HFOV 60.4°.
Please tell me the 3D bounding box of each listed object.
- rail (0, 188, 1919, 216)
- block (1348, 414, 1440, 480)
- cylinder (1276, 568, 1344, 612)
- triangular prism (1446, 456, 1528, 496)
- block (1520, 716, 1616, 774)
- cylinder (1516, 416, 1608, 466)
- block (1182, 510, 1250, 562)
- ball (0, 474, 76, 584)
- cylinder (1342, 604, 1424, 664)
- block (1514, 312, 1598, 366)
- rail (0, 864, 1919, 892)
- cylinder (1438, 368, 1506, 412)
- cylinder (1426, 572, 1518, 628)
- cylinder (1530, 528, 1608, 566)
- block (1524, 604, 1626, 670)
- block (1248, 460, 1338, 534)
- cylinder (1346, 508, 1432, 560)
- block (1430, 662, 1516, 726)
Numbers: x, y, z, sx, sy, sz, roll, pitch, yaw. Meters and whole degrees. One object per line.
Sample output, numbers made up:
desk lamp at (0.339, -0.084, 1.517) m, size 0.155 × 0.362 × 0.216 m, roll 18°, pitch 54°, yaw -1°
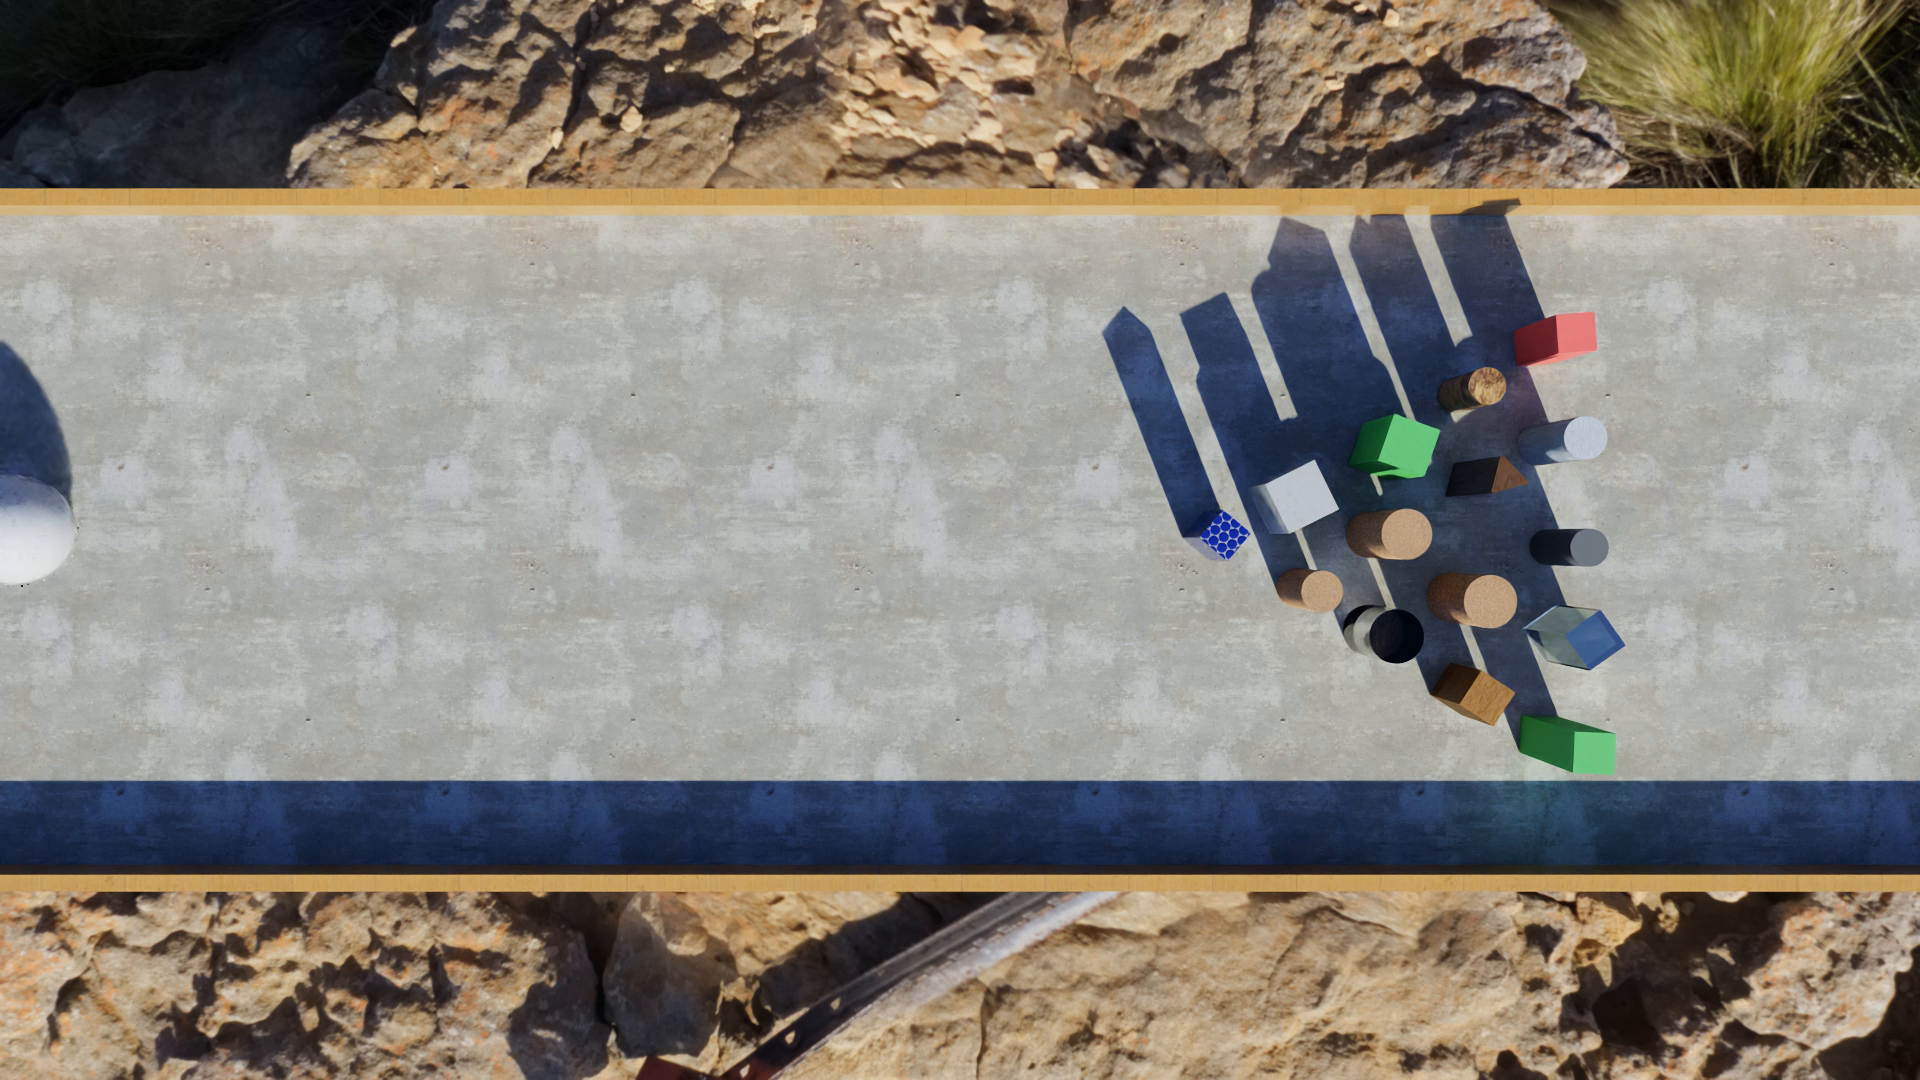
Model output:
rail at (-2.247, -1.025, 5.002) m, size 12.000 × 0.150 × 0.050 m, roll 0°, pitch 90°, yaw 0°
block at (1.283, -0.271, 4.893) m, size 0.140 × 0.366 × 0.140 m, roll 19°, pitch 90°, yaw 0°
cylinder at (1.035, 0.147, 4.893) m, size 0.120 × 0.366 × 0.120 m, roll 0°, pitch 90°, yaw 0°
triangular prism at (1.535, -0.192, 4.857) m, size 0.107 × 0.439 × 0.093 m, roll -15°, pitch 90°, yaw 0°
block at (1.782, 0.599, 4.854) m, size 0.116 × 0.444 × 0.116 m, roll 3°, pitch 90°, yaw 0°
cylinder at (1.776, -0.290, 4.878) m, size 0.124 × 0.396 × 0.124 m, roll 0°, pitch 90°, yaw 0°
block at (0.758, -0.013, 4.894) m, size 0.105 × 0.365 × 0.105 m, roll 40°, pitch 90°, yaw 0°
ball at (-2.818, -0.031, 4.913) m, size 0.326 × 0.326 × 0.326 m, roll 0°, pitch 90°, yaw 0°
cylinder at (1.256, 0.278, 4.910) m, size 0.157 × 0.333 × 0.157 m, roll 0°, pitch 90°, yaw 0°
block at (1.763, -0.593, 4.896) m, size 0.111 × 0.362 × 0.111 m, roll -4°, pitch 90°, yaw 0°
rail at (-2.247, 1.025, 5.001) m, size 12.000 × 0.150 × 0.050 m, roll 0°, pitch 90°, yaw 0°
cylinder at (1.524, -0.445, 4.922) m, size 0.109 × 0.309 × 0.109 m, roll 0°, pitch 90°, yaw 0°
cylinder at (1.510, 0.175, 4.885) m, size 0.152 × 0.384 × 0.152 m, roll 0°, pitch 90°, yaw 0°
cylinder at (1.808, 0.022, 4.906) m, size 0.110 × 0.342 × 0.110 m, roll 0°, pitch 90°, yaw 0°
block at (1.820, 0.287, 4.901) m, size 0.126 × 0.352 × 0.126 m, roll -35°, pitch 90°, yaw 0°
block at (0.989, -0.125, 4.923) m, size 0.159 × 0.307 × 0.159 m, roll -26°, pitch 90°, yaw 0°
cylinder at (1.259, -0.017, 4.862) m, size 0.143 × 0.430 × 0.143 m, roll 0°, pitch 90°, yaw 0°
block at (1.527, 0.458, 4.924) m, size 0.117 × 0.304 × 0.117 m, roll 33°, pitch 90°, yaw 0°
